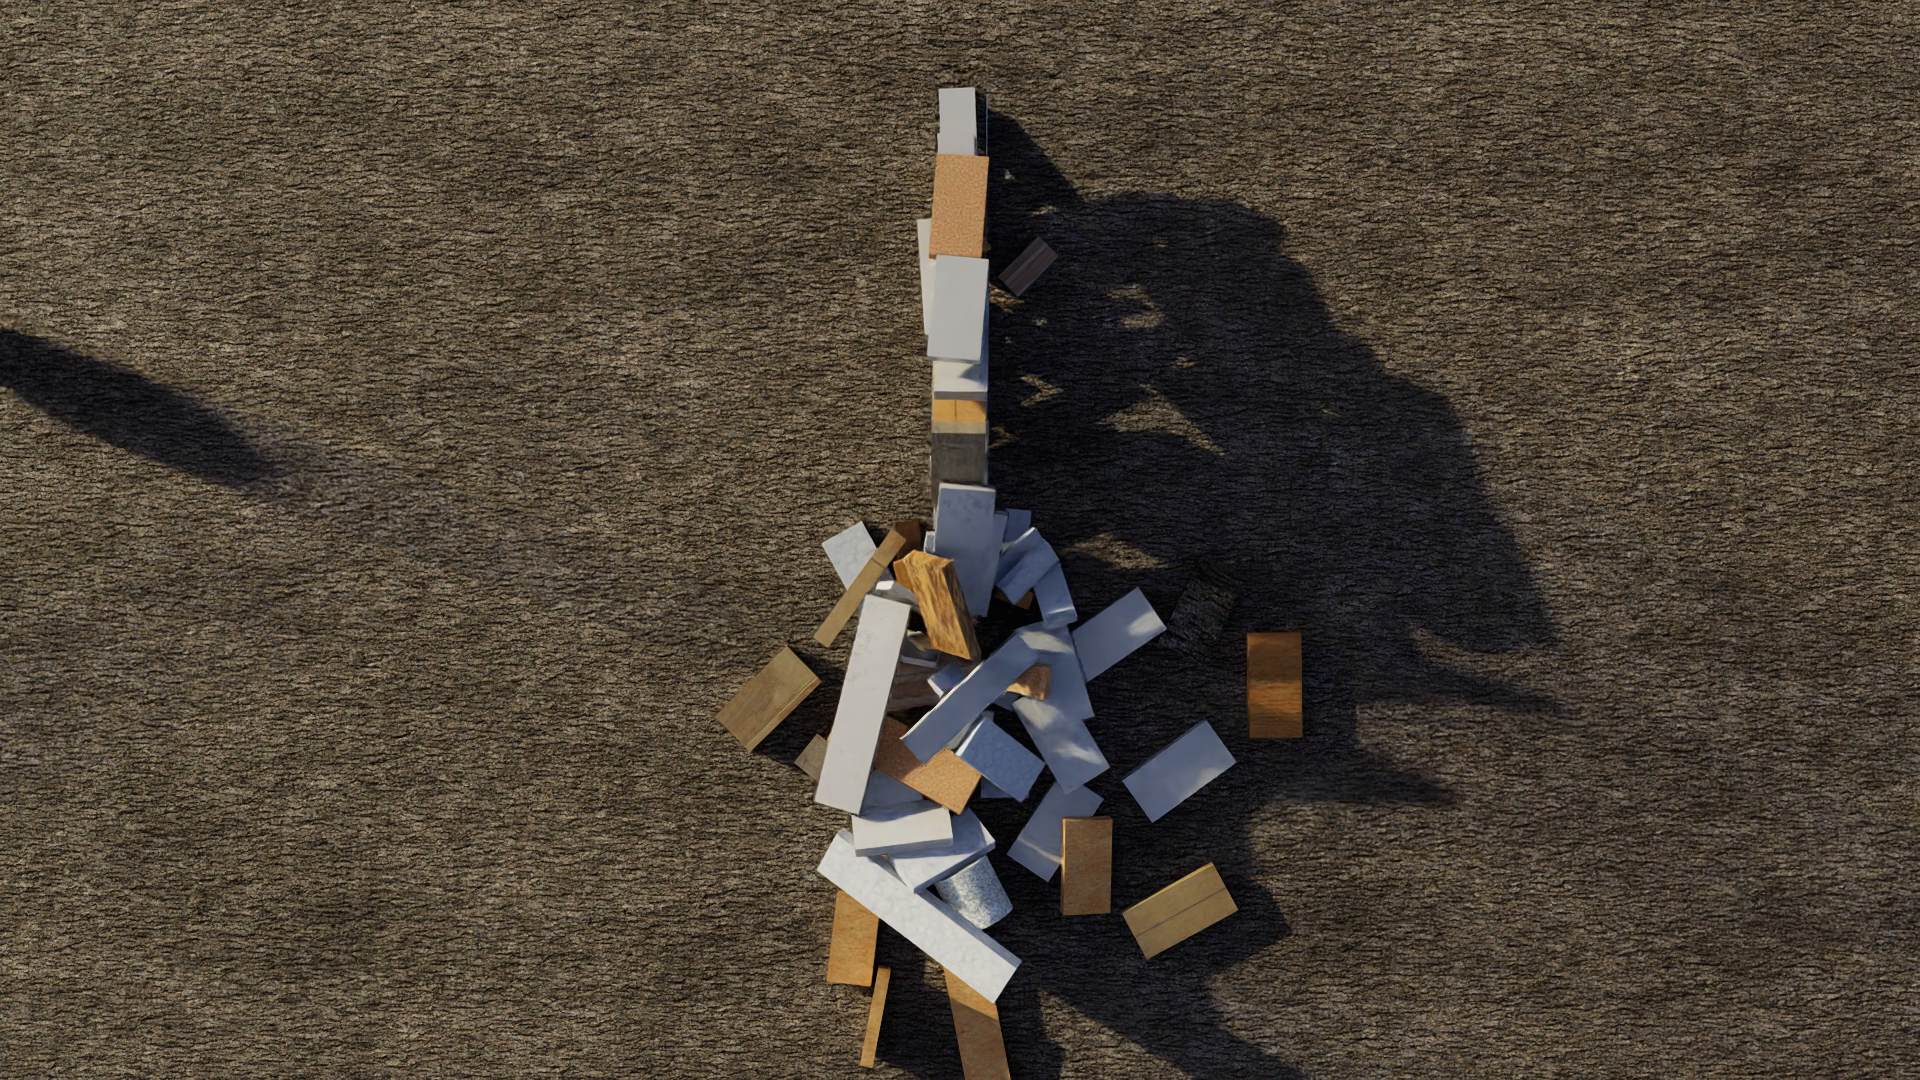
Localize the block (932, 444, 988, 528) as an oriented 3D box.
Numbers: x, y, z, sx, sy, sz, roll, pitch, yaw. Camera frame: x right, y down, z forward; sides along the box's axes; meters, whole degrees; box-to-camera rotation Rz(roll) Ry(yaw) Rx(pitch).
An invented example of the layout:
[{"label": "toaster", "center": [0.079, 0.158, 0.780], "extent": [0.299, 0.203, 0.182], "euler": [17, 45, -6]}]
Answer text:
[{"label": "block", "center": [0.002, -0.215, 5.424], "extent": [0.180, 0.051, 0.359], "euler": [1, 107, 0]}]

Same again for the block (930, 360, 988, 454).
[{"label": "block", "center": [0.000, -0.461, 5.323], "extent": [0.180, 0.051, 0.359], "euler": [1, 90, 0]}]

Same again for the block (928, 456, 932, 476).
[{"label": "block", "center": [-0.019, -0.154, 5.299], "extent": [0.129, 0.037, 0.258], "euler": [-6, 116, 3]}]

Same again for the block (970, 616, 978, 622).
[{"label": "block", "center": [0.018, 0.191, 5.438], "extent": [0.082, 0.023, 0.164], "euler": [-1, 85, -2]}]

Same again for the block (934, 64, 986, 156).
[{"label": "block", "center": [0.002, -1.354, 5.284], "extent": [0.163, 0.046, 0.327], "euler": [0, 96, 0]}]

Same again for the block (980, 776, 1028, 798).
[{"label": "block", "center": [0.148, 0.817, 5.489], "extent": [0.158, 0.022, 0.079], "euler": [0, 90, 0]}]

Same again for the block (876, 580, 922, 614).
[{"label": "block", "center": [-0.164, 0.194, 5.403], "extent": [0.209, 0.104, 0.030], "euler": [31, 74, -26]}]

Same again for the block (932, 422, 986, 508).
[{"label": "block", "center": [-0.006, -0.231, 5.149], "extent": [0.164, 0.328, 0.046], "euler": [1, 48, 0]}]

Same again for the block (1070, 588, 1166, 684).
[{"label": "block", "center": [0.499, 0.316, 5.453], "extent": [0.331, 0.047, 0.166], "euler": [-35, 87, 7]}]

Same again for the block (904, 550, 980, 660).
[{"label": "block", "center": [-0.056, 0.206, 5.218], "extent": [0.050, 0.175, 0.350], "euler": [-38, 125, -33]}]

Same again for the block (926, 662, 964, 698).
[{"label": "block", "center": [-0.045, 0.455, 5.374], "extent": [0.070, 0.140, 0.020], "euler": [48, 125, 7]}]

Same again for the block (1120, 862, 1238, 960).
[{"label": "block", "center": [0.728, 1.230, 5.476], "extent": [0.344, 0.049, 0.172], "euler": [-28, 90, 0]}]

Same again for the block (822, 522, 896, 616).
[{"label": "block", "center": [-0.318, 0.109, 5.478], "extent": [0.153, 0.043, 0.307], "euler": [-29, 90, 0]}]

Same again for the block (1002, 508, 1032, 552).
[{"label": "block", "center": [0.186, -0.016, 5.488], "extent": [0.086, 0.024, 0.172], "euler": [6, 90, 0]}]

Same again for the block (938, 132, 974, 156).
[{"label": "block", "center": [-0.011, -1.161, 5.171], "extent": [0.114, 0.032, 0.229], "euler": [-1, 83, 0]}]

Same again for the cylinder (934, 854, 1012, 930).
[{"label": "cylinder", "center": [0.042, 1.159, 5.402], "extent": [0.196, 0.196, 0.196], "euler": [-27, 90, 0]}]

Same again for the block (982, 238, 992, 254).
[{"label": "block", "center": [0.044, -0.934, 5.284], "extent": [0.101, 0.014, 0.050], "euler": [-25, 63, -14]}]

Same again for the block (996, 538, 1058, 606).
[{"label": "block", "center": [0.223, 0.106, 5.406], "extent": [0.218, 0.109, 0.031], "euler": [-45, 51, -8]}]

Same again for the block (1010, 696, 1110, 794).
[{"label": "block", "center": [0.330, 0.645, 5.439], "extent": [0.173, 0.049, 0.346], "euler": [-31, 87, -4]}]

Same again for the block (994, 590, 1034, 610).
[{"label": "block", "center": [0.181, 0.183, 5.491], "extent": [0.121, 0.017, 0.060], "euler": [21, 90, 0]}]

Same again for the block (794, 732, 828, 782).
[{"label": "block", "center": [-0.415, 0.767, 5.482], "extent": [0.248, 0.035, 0.124], "euler": [39, 90, 0]}]

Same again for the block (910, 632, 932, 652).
[{"label": "block", "center": [-0.086, 0.324, 5.410], "extent": [0.140, 0.070, 0.020], "euler": [-16, 125, -36]}]

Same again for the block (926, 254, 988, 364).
[{"label": "block", "center": [-0.006, -0.707, 5.061], "extent": [0.162, 0.046, 0.325], "euler": [5, 79, 1]}]

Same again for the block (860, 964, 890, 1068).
[{"label": "block", "center": [-0.277, 1.565, 5.426], "extent": [0.042, 0.147, 0.294], "euler": [11, 90, 0]}]

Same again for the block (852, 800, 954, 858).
[{"label": "block", "center": [-0.190, 0.937, 5.383], "extent": [0.318, 0.045, 0.159], "euler": [-6, 47, -4]}]

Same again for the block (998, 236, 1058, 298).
[{"label": "block", "center": [0.227, -0.908, 5.486], "extent": [0.095, 0.027, 0.191], "euler": [45, 90, 0]}]

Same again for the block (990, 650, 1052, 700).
[{"label": "block", "center": [0.193, 0.440, 5.378], "extent": [0.221, 0.031, 0.111], "euler": [13, 102, 34]}]

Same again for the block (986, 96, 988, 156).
[{"label": "block", "center": [0.006, -1.215, 5.401], "extent": [0.163, 0.046, 0.465], "euler": [0, 110, 0]}]

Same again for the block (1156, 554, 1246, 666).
[{"label": "block", "center": [0.801, 0.231, 5.477], "extent": [0.166, 0.047, 0.331], "euler": [27, 90, 0]}]

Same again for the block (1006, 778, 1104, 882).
[{"label": "block", "center": [0.315, 0.948, 5.477], "extent": [0.166, 0.047, 0.331], "euler": [34, 90, 0]}]

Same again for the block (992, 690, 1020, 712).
[{"label": "block", "center": [0.124, 0.510, 5.490], "extent": [0.140, 0.020, 0.070], "euler": [25, 90, 0]}]

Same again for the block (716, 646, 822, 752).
[{"label": "block", "center": [-0.633, 0.525, 5.476], "extent": [0.332, 0.047, 0.166], "euler": [-44, 90, 0]}]
